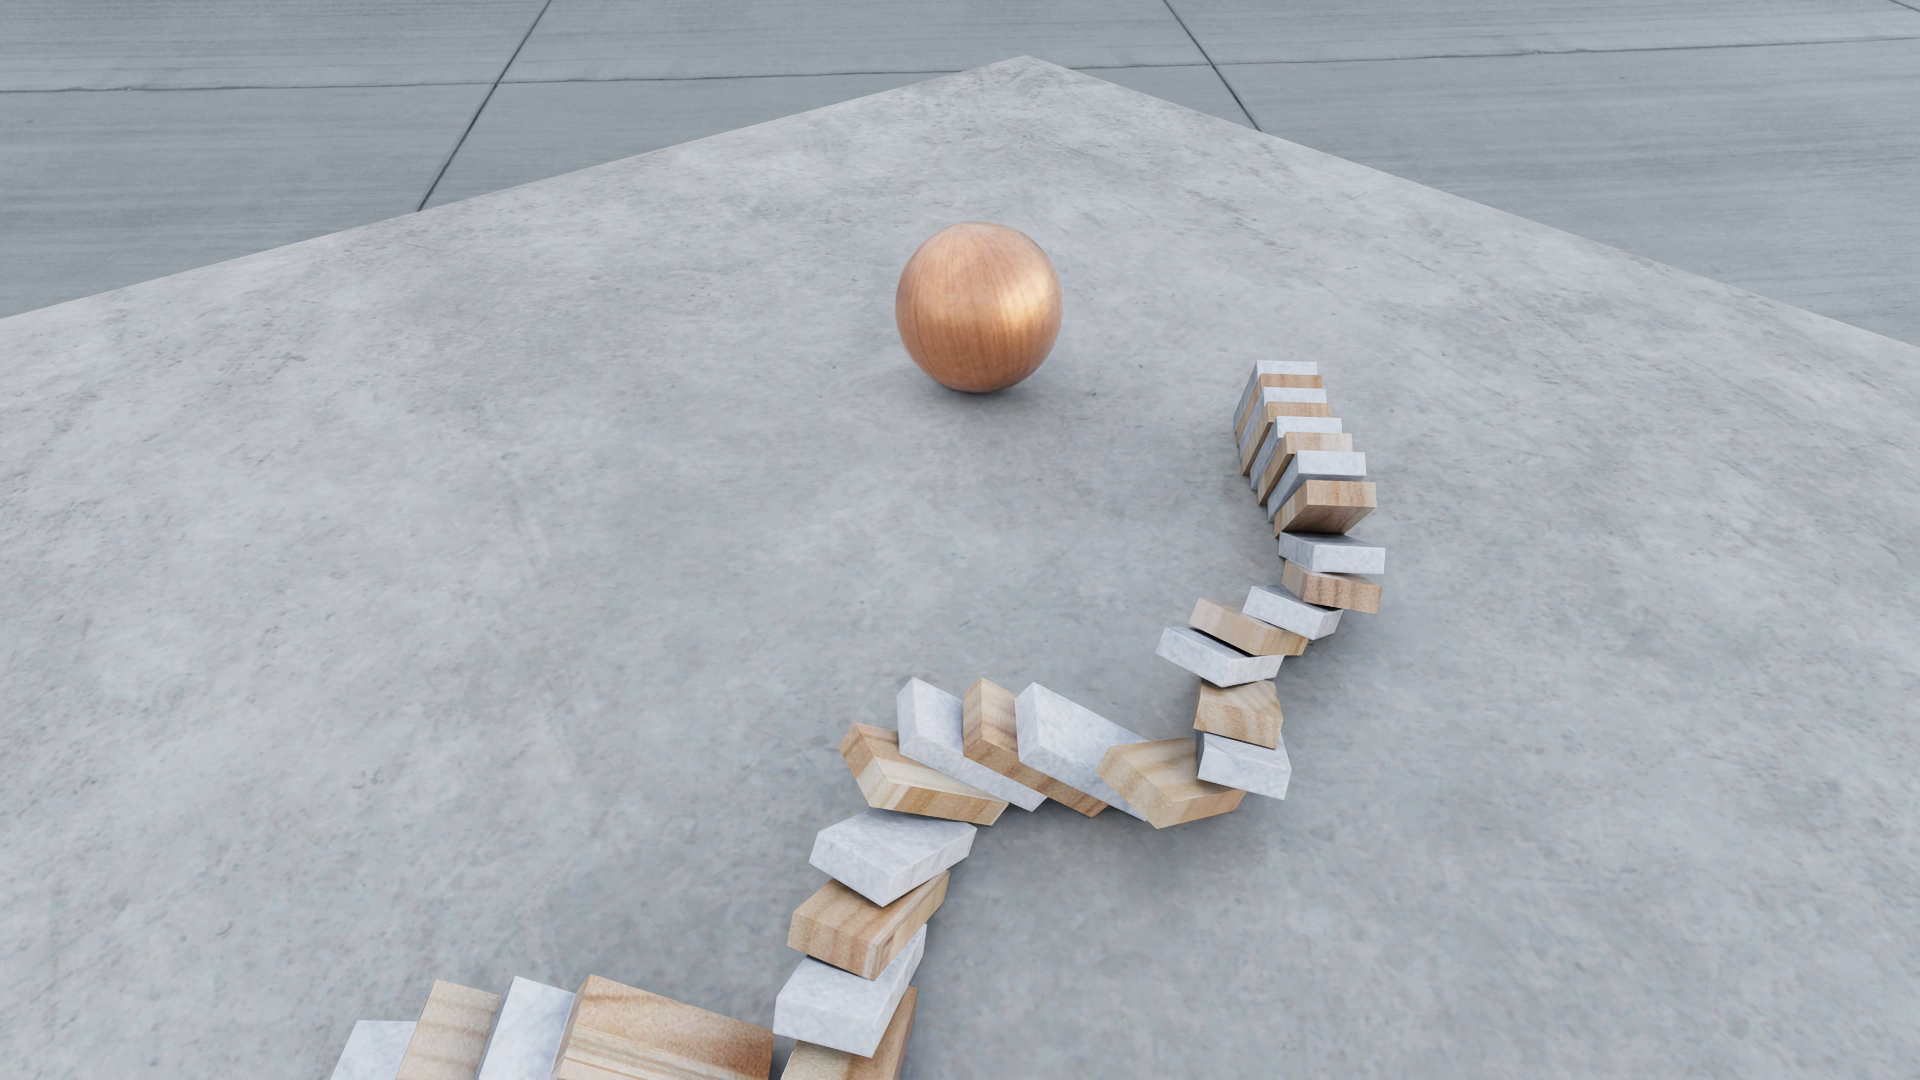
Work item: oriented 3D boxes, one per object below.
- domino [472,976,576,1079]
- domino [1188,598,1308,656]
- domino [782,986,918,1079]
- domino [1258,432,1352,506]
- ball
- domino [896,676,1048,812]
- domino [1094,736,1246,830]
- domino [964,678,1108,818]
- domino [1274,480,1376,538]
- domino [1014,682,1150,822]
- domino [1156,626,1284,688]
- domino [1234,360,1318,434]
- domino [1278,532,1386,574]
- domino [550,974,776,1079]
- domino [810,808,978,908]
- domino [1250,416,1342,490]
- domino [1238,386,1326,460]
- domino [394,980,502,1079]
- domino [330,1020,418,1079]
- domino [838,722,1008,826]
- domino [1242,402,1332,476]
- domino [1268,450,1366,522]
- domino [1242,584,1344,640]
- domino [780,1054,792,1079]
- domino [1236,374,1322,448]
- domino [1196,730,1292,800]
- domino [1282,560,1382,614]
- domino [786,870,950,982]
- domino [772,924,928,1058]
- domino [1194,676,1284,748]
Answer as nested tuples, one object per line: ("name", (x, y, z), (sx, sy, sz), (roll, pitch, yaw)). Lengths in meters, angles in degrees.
("domino", (-0.090, 0.127, 0.268), (0.050, 0.010, 0.025), (26, 35, -19))
("domino", (0.102, 0.030, 0.383), (0.025, 0.009, 0.050), (27, 10, 33))
("domino", (-0.028, 0.128, 0.271), (0.025, 0.009, 0.050), (8, 16, 6))
("domino", (0.139, -0.028, 0.447), (0.025, 0.050, 0.010), (2, 68, 3))
("ball", (0.009, -0.110, 0.522), (0.080, 0.080, 0.080), (0, 39, 0))
("domino", (0.004, 0.064, 0.342), (0.050, 0.009, 0.025), (29, 27, -23))
("domino", (0.065, 0.073, 0.333), (0.025, 0.009, 0.050), (39, 19, 35))
("domino", (0.024, 0.065, 0.342), (0.050, 0.010, 0.025), (30, 33, -22))
("domino", (0.141, -0.011, 0.428), (0.025, 0.050, 0.009), (2, 76, 3))
("domino", (0.040, 0.066, 0.341), (0.050, 0.010, 0.025), (29, 33, -23))
("domino", (0.089, 0.039, 0.375), (0.025, 0.010, 0.050), (27, 13, 33))
("domino", (0.139, -0.062, 0.489), (0.025, 0.050, 0.009), (2, 68, 3))
("domino", (0.140, 0.004, 0.417), (0.025, 0.009, 0.050), (2, 6, 2))
("domino", (-0.072, 0.127, 0.268), (0.050, 0.010, 0.025), (26, 35, -18))
("domino", (-0.018, 0.088, 0.316), (0.025, 0.010, 0.050), (22, 11, 25))
("domino", (0.138, -0.035, 0.455), (0.025, 0.050, 0.009), (2, 68, 3))
("domino", (0.138, -0.049, 0.472), (0.025, 0.050, 0.009), (2, 68, 3))
("domino", (-0.109, 0.128, 0.269), (0.050, 0.010, 0.025), (24, 36, -17))
("domino", (-0.131, 0.136, 0.277), (0.050, 0.010, 0.025), (1, 39, 1))
("domino", (-0.011, 0.071, 0.333), (0.050, 0.010, 0.025), (22, 21, -41))
("domino", (0.137, -0.042, 0.464), (0.025, 0.050, 0.009), (2, 68, 3))
("domino", (0.141, -0.020, 0.438), (0.025, 0.050, 0.010), (2, 70, 3))
("domino", (0.119, 0.025, 0.391), (0.025, 0.010, 0.050), (23, 8, 25))
("domino", (-0.038, 0.150, 0.260), (0.025, 0.010, 0.050), (11, 41, 13))
("domino", (0.139, -0.056, 0.481), (0.025, 0.050, 0.009), (2, 68, 3))
("domino", (0.087, 0.065, 0.343), (0.025, 0.009, 0.050), (13, 9, 10))
("domino", (0.135, 0.016, 0.402), (0.025, 0.009, 0.050), (9, 6, 7))
("domino", (-0.024, 0.100, 0.301), (0.025, 0.010, 0.050), (15, 10, 18))
("domino", (-0.027, 0.113, 0.286), (0.025, 0.010, 0.050), (9, 8, 11))
("domino", (0.090, 0.053, 0.357), (0.025, 0.010, 0.050), (13, 8, 12))
